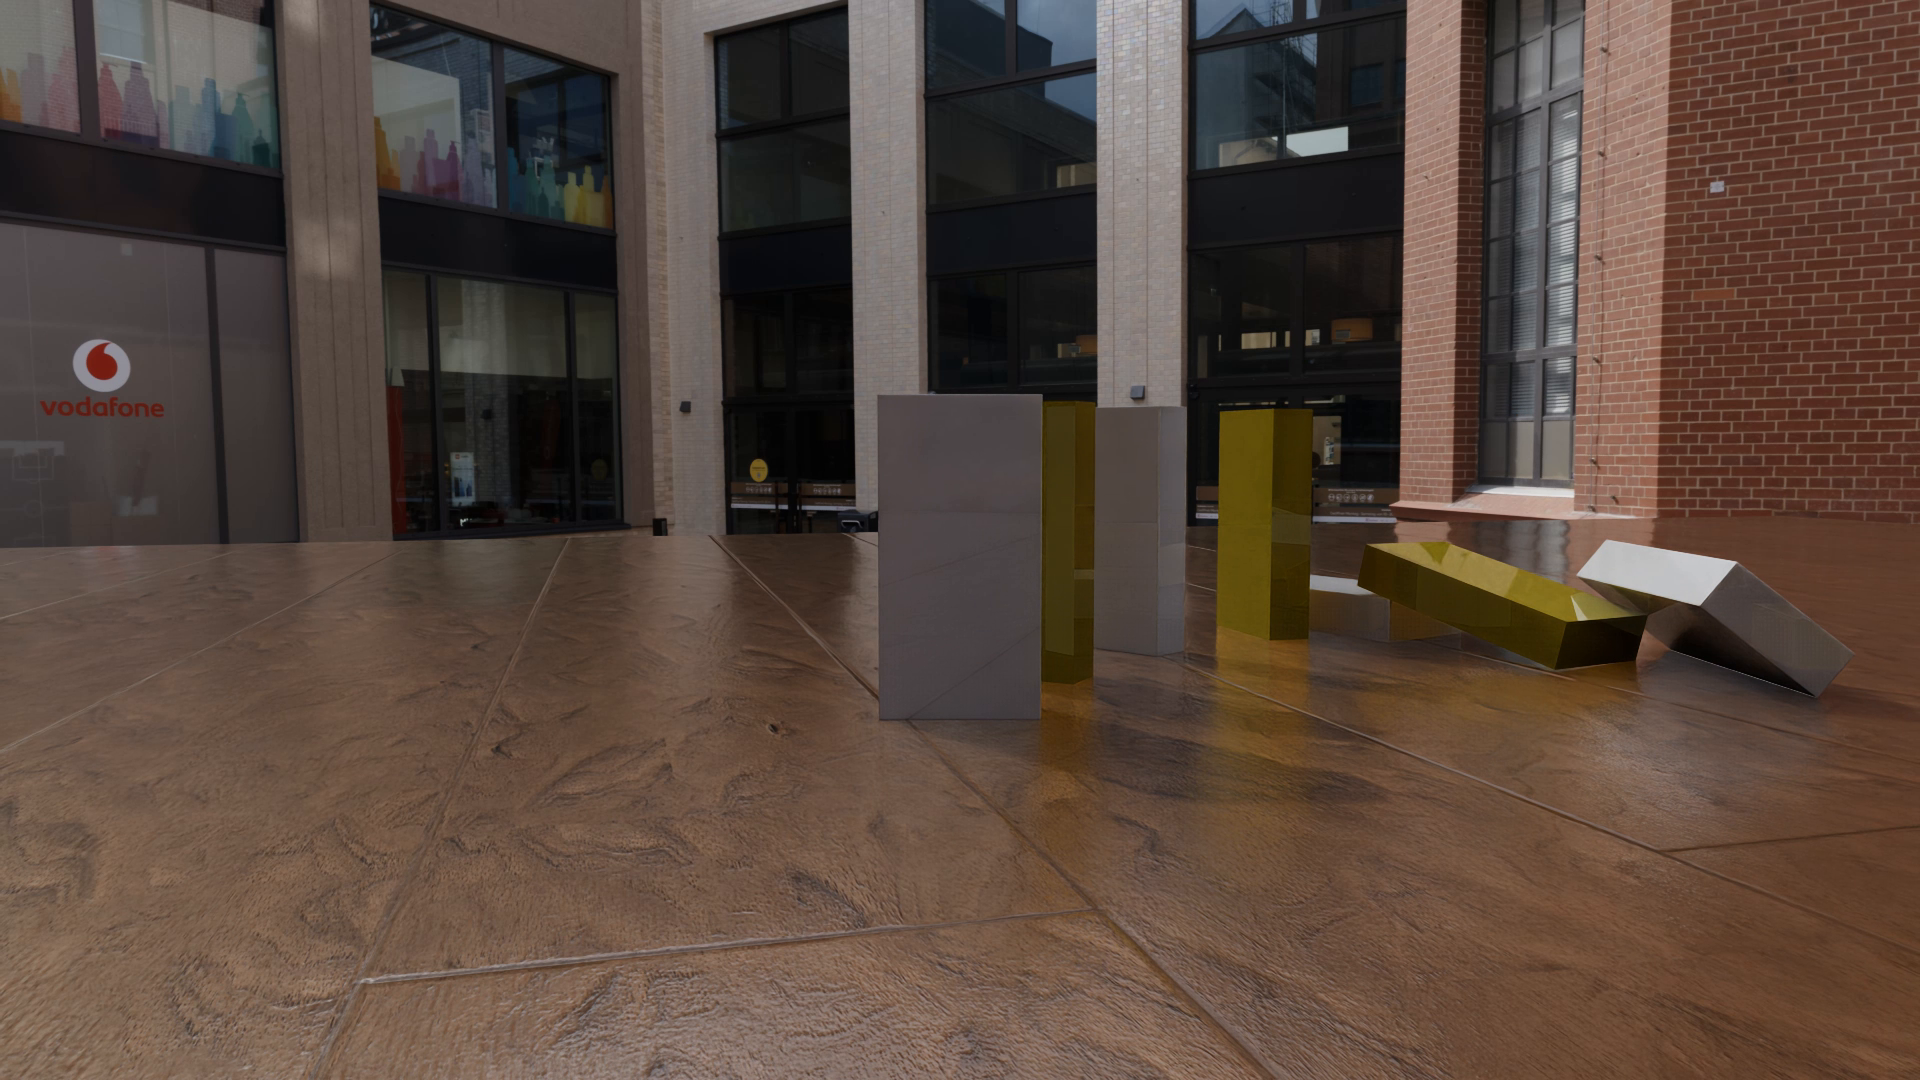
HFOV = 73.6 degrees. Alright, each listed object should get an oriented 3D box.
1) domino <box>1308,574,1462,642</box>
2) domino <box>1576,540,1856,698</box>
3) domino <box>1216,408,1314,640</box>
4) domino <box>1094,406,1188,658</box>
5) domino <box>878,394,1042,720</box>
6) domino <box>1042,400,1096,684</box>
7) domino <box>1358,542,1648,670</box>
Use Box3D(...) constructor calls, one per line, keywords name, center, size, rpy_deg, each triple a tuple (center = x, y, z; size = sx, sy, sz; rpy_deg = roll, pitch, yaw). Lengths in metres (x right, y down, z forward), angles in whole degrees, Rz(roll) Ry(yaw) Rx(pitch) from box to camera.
Box3D(name="domino", center=(0.089, 0.015, 0.302), size=(0.025, 0.009, 0.050), rpy_deg=(-3, 5, -33))
Box3D(name="domino", center=(0.138, 0.013, 0.239), size=(0.025, 0.009, 0.050), rpy_deg=(38, 6, 0))
Box3D(name="domino", center=(0.068, -0.004, 0.289), size=(0.010, 0.050, 0.025), rpy_deg=(-1, 4, -15))
Box3D(name="domino", center=(0.034, -0.002, 0.267), size=(0.025, 0.050, 0.009), rpy_deg=(4, 6, 43))
Box3D(name="domino", center=(0.000, 0.002, 0.201), size=(0.025, 0.050, 0.010), rpy_deg=(0, 4, 0))
Box3D(name="domino", center=(0.011, 0.000, 0.235), size=(0.025, 0.050, 0.010), rpy_deg=(2, 5, 27))
Box3D(name="domino", center=(0.111, 0.012, 0.266), size=(0.025, 0.010, 0.050), rpy_deg=(-1, 17, -30))
